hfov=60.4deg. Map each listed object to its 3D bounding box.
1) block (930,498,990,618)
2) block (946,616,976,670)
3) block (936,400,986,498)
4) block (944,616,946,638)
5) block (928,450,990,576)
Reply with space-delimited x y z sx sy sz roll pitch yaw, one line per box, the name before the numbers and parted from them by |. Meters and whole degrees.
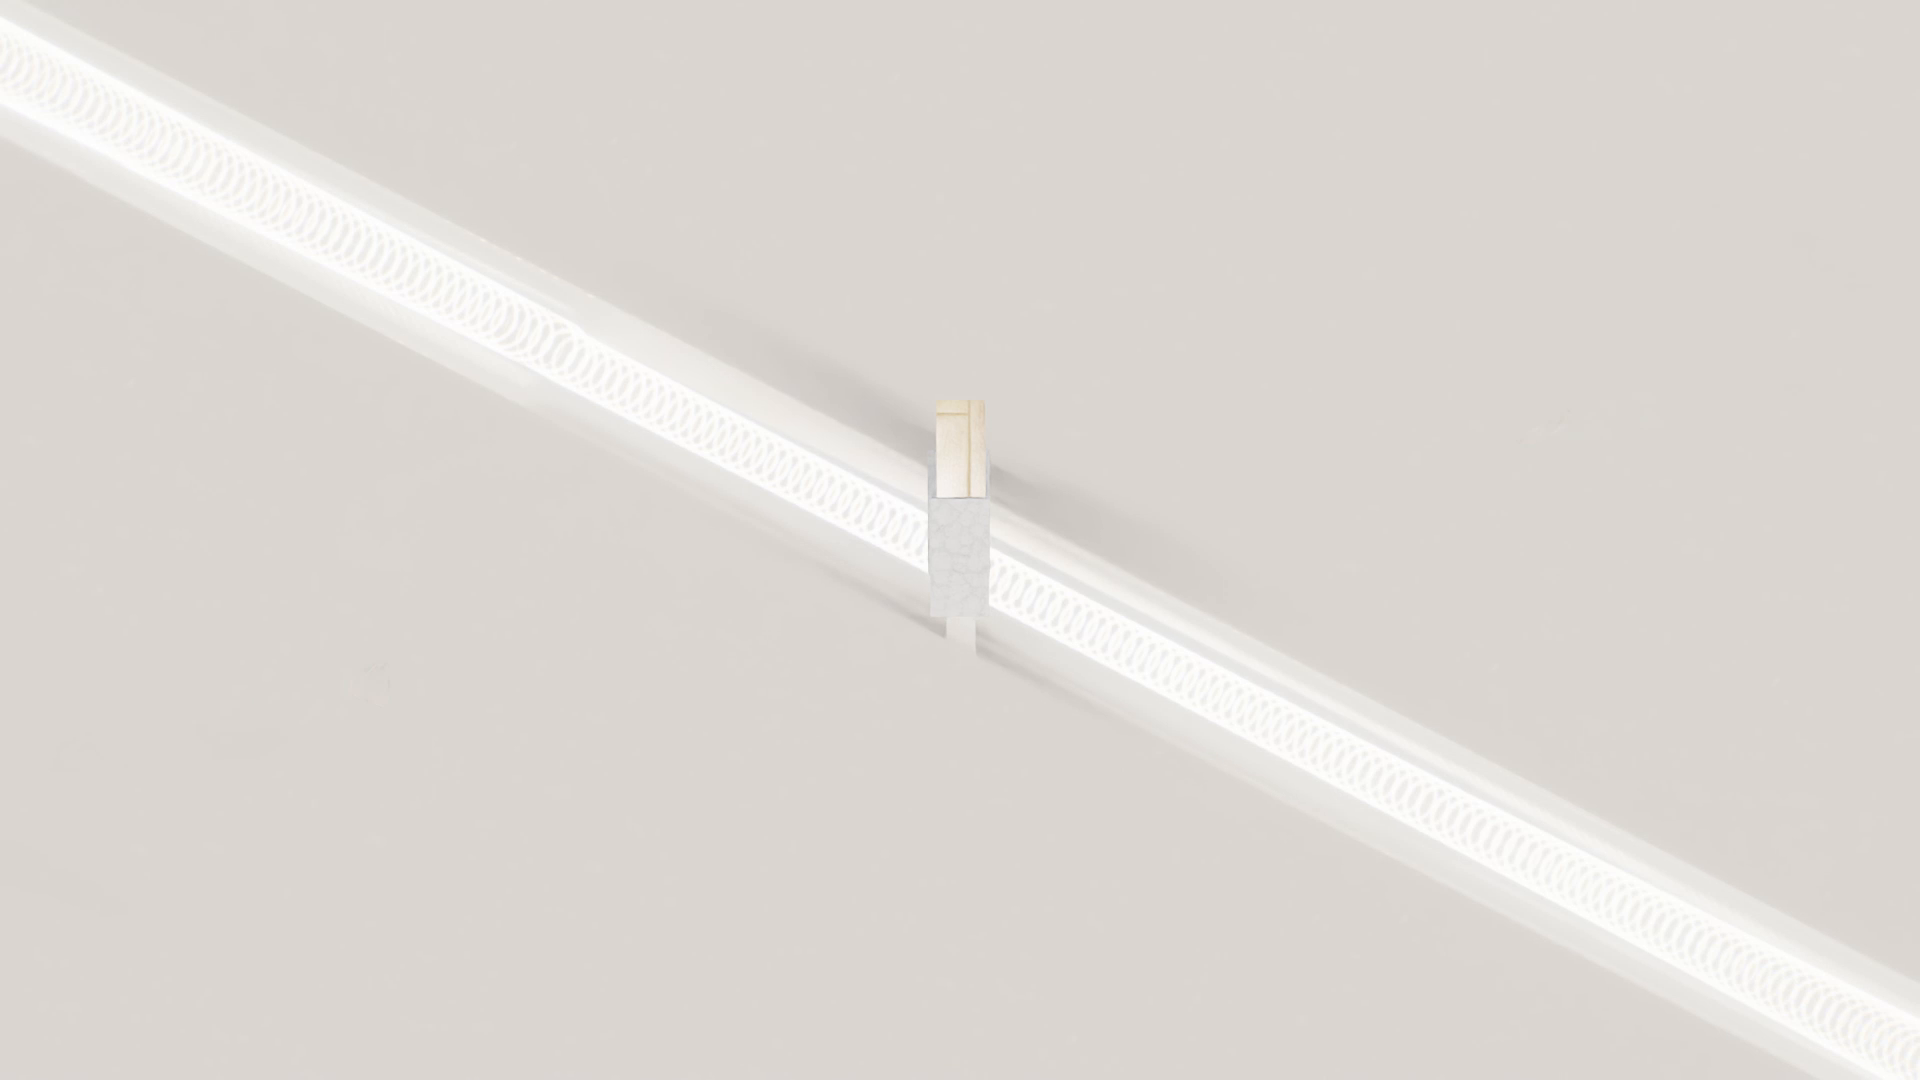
block | 0.000 0.044 4.135 0.148 0.042 0.295 0 90 0
block | 0.004 0.275 4.504 0.078 0.022 0.157 -1 90 0
block | 0.002 -0.231 4.188 0.123 0.035 0.246 0 90 0
block | 0.002 0.207 5.277 0.104 0.029 0.208 0 90 0
block | -0.003 -0.074 4.475 0.169 0.048 0.338 0 90 0
